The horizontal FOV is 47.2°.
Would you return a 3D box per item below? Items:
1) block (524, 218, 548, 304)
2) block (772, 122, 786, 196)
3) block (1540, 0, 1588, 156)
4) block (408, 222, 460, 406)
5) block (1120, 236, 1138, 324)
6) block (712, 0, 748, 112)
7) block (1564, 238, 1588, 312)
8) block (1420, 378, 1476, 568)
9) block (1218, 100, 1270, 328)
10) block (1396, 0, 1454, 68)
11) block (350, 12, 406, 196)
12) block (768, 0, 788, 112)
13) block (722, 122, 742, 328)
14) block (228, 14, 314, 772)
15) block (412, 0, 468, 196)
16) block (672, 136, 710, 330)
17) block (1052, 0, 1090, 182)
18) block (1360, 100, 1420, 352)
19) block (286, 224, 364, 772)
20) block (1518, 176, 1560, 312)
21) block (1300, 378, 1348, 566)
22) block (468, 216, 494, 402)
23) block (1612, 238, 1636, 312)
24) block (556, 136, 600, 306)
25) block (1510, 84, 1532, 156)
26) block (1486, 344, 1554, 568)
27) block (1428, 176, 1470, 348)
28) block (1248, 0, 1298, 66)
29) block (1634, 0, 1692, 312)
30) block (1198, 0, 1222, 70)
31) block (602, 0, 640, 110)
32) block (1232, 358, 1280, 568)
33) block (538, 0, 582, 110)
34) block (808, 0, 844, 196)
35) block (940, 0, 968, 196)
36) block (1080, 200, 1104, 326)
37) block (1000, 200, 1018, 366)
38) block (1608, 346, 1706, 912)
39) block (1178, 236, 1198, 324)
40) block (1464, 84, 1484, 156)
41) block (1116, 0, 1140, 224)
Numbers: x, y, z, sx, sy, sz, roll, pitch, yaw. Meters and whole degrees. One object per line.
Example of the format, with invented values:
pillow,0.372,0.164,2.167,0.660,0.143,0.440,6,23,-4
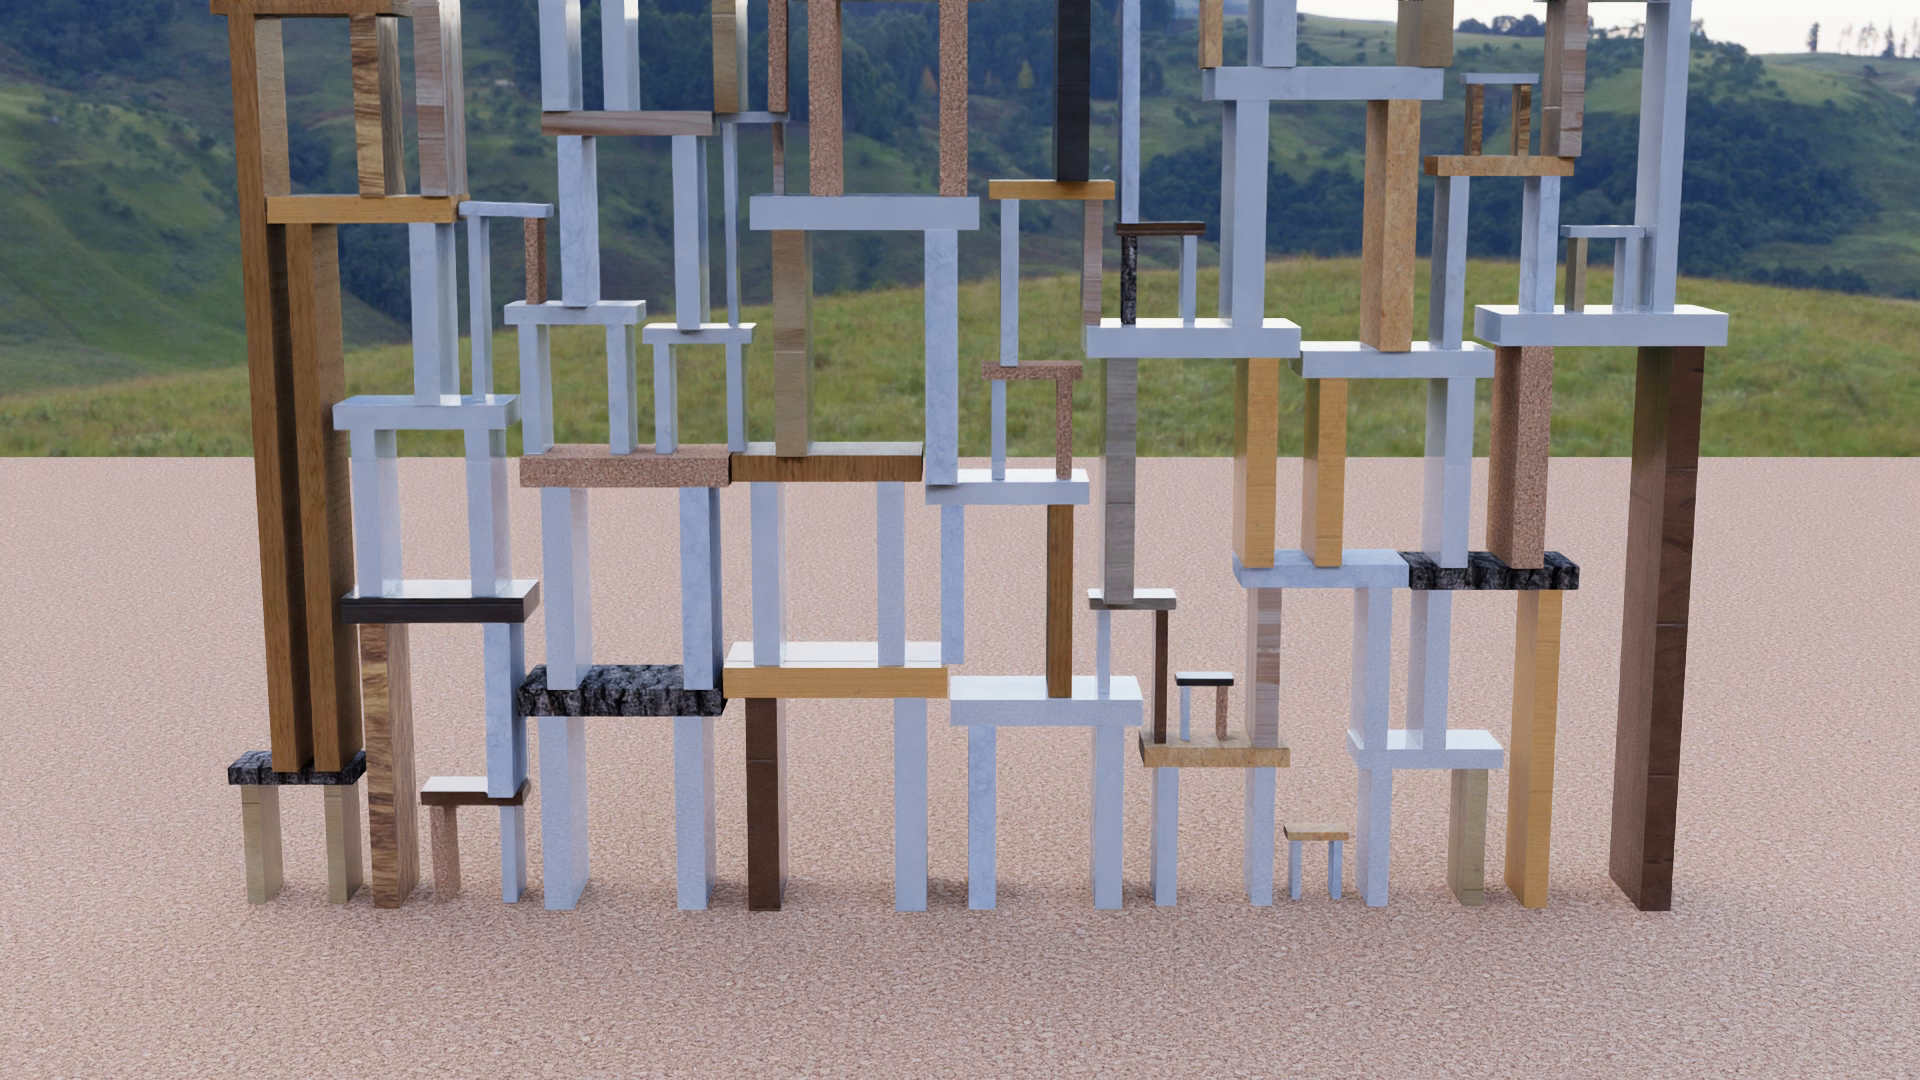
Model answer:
block,-0.671,-0.443,3.478,0.019,0.136,0.068,1,11,0
block,-0.283,-0.598,3.451,0.016,0.112,0.056,0,10,0
block,0.940,-0.718,3.425,0.034,0.237,0.118,0,11,0
block,-0.834,-0.364,3.495,0.040,0.283,0.142,0,11,-1
block,0.267,-0.413,3.480,0.020,0.139,0.069,0,11,0
block,-0.356,-0.794,3.410,0.036,0.255,0.126,1,12,2
block,0.975,-0.422,3.480,0.016,0.115,0.058,0,11,0
block,0.784,-0.118,3.535,0.042,0.303,0.150,0,11,0
block,0.446,-0.516,3.465,0.049,0.346,0.173,0,11,0
block,0.720,-0.909,3.389,0.050,0.356,0.178,0,11,0
block,-0.907,-0.677,3.430,0.039,0.275,0.138,0,11,-1
block,-0.281,-0.870,3.400,0.027,0.405,0.096,1,12,-3
block,-0.359,-0.497,3.465,0.016,0.317,0.056,0,12,1
block,-1.092,-0.224,3.516,0.039,1.195,0.138,0,11,0
block,-0.809,-0.746,3.413,0.041,0.417,0.143,0,10,0
block,-0.424,-0.487,3.469,0.037,0.298,0.131,0,11,0
block,0.173,-0.889,3.393,0.048,0.661,0.171,0,11,0
block,0.677,-0.498,3.468,0.049,0.383,0.173,0,11,0
block,-1.024,-0.070,3.550,0.040,0.879,0.142,0,11,0
block,0.915,-0.470,3.476,0.030,0.211,0.105,0,11,0
block,0.584,-0.119,3.533,0.042,0.300,0.150,0,11,0
block,-0.761,-0.368,3.488,0.019,0.291,0.068,0,10,-1
block,1.051,-0.422,3.480,0.016,0.115,0.058,0,11,0
block,-0.600,-0.505,3.466,0.037,0.262,0.131,0,11,0
block,0.877,-0.657,3.440,0.016,0.111,0.055,0,11,0
block,0.898,-0.144,3.537,0.050,0.353,0.176,0,10,0
block,0.773,-0.442,3.481,0.030,0.268,0.105,0,11,-1
block,0.483,-0.909,3.388,0.050,0.355,0.178,0,11,0
block,1.098,-0.600,3.447,0.034,0.477,0.118,0,11,0
block,0.388,-0.824,3.401,0.026,0.185,0.093,-1,11,0
block,-0.527,-0.794,3.410,0.036,0.253,0.126,0,11,1
block,0.474,-0.135,3.532,0.047,0.332,0.166,0,11,0
block,-0.619,-0.809,3.401,0.041,0.286,0.143,0,11,-1
block,-0.209,-0.689,3.427,0.042,0.299,0.149,0,11,0
block,-0.010,-0.688,3.427,0.042,0.299,0.149,0,11,0
block,0.207,-0.442,3.480,0.028,0.195,0.098,0,11,-1
block,0.078,-0.410,3.486,0.028,0.260,0.098,0,11,0
block,1.134,0.136,3.589,0.050,0.922,0.176,0,11,0
block,0.360,-0.413,3.479,0.020,0.139,0.069,0,11,0
block,0.804,-0.657,3.441,0.016,0.111,0.055,0,11,0
block,0.262,-0.708,3.424,0.026,0.423,0.093,-1,11,-1
